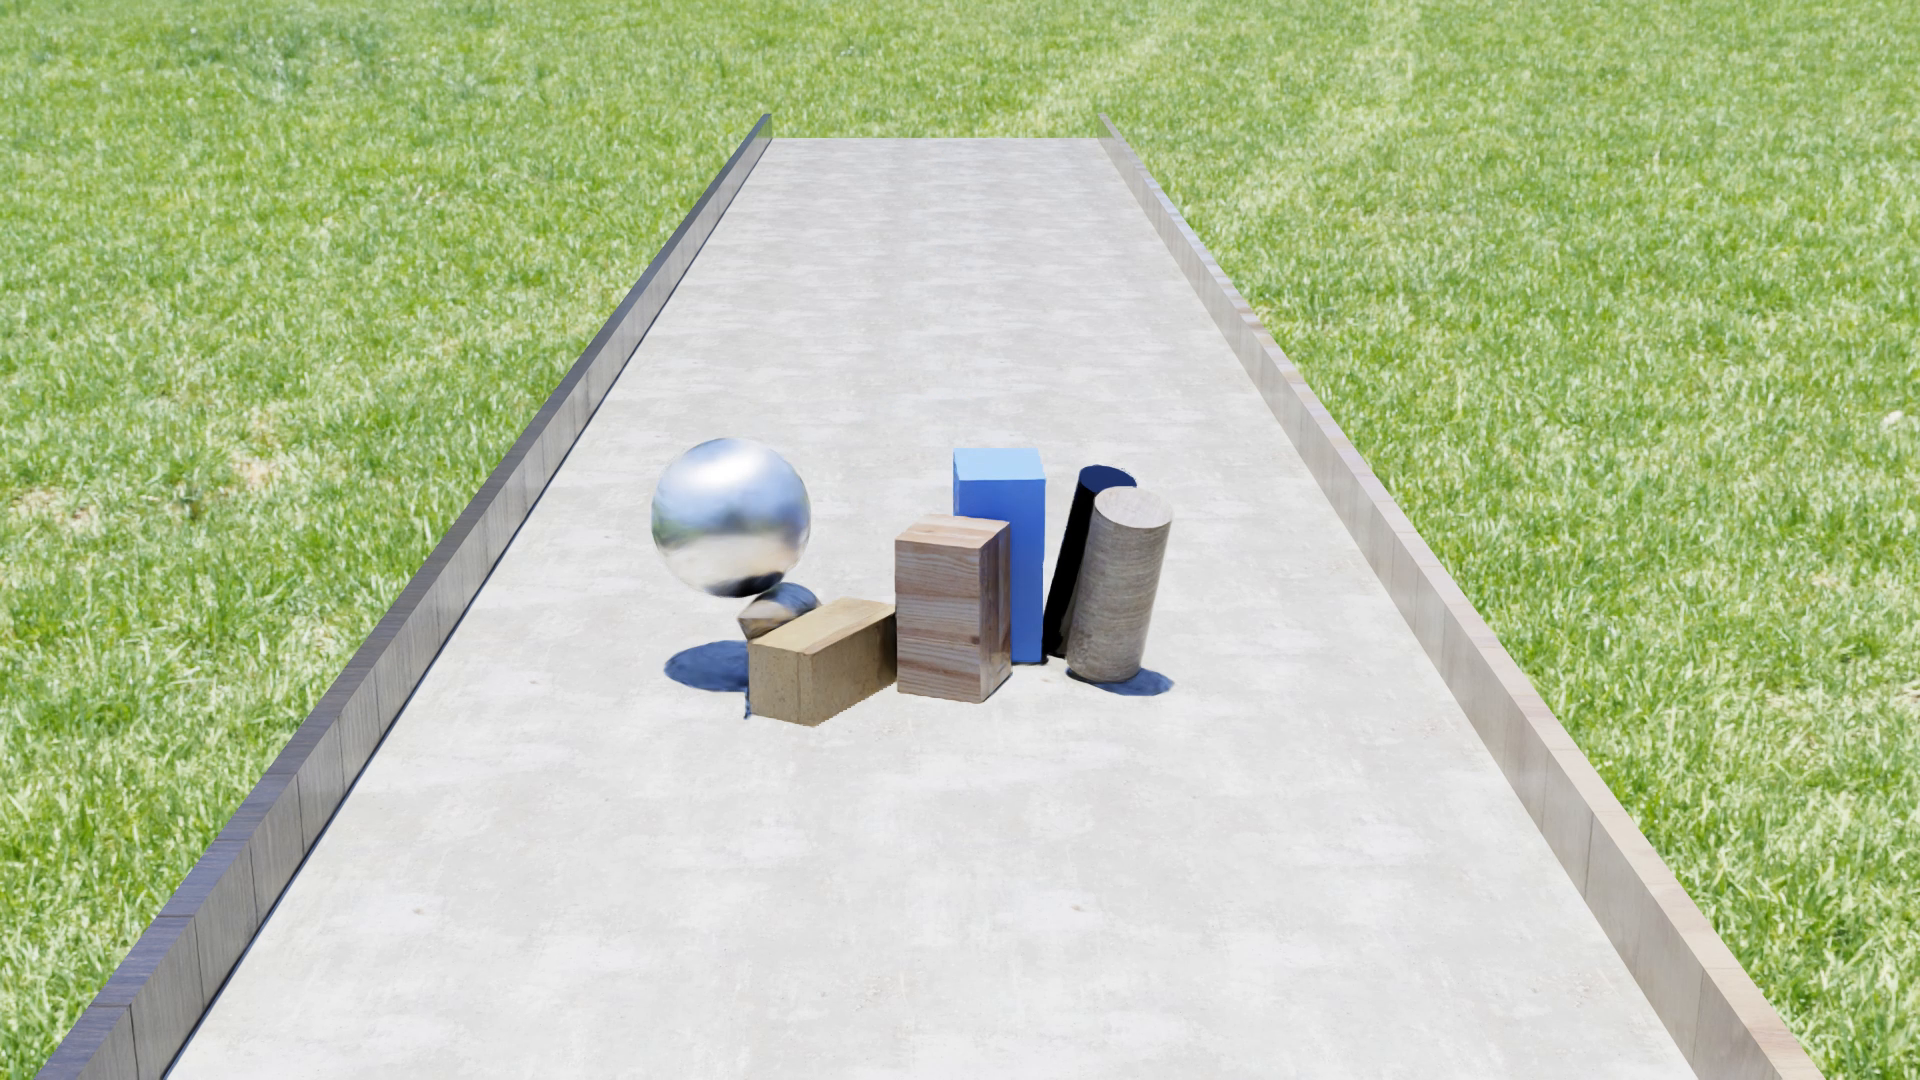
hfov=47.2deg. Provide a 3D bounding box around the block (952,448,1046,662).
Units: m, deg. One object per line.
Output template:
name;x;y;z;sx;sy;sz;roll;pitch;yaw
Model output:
block;0.075;0.031;4.397;0.169;0.395;0.169;-1;24;-4

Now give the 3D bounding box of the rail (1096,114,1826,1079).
rail;0.932;-0.844;7.801;0.050;0.150;12.000;0;17;-1

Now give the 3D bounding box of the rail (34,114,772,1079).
rail;-1.118;-0.838;7.780;0.050;0.150;12.000;0;17;-1

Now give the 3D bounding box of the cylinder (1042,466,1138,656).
cylinder;0.253;0.044;4.380;0.118;0.382;0.118;9;32;-6

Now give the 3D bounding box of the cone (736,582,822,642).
cone;-0.379;0.155;4.197;0.169;0.169;0.376;3;-4;10

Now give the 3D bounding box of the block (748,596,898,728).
block;-0.250;0.228;4.204;0.143;0.143;0.321;9;19;30

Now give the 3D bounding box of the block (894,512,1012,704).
block;-0.011;0.130;4.232;0.171;0.312;0.171;6;20;21

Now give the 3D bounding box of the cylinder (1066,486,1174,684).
cylinder;0.306;0.088;4.252;0.151;0.358;0.151;6;31;-4

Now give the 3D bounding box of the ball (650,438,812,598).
ball;-0.445;-0.043;4.278;0.314;0.314;0.314;0;17;0
